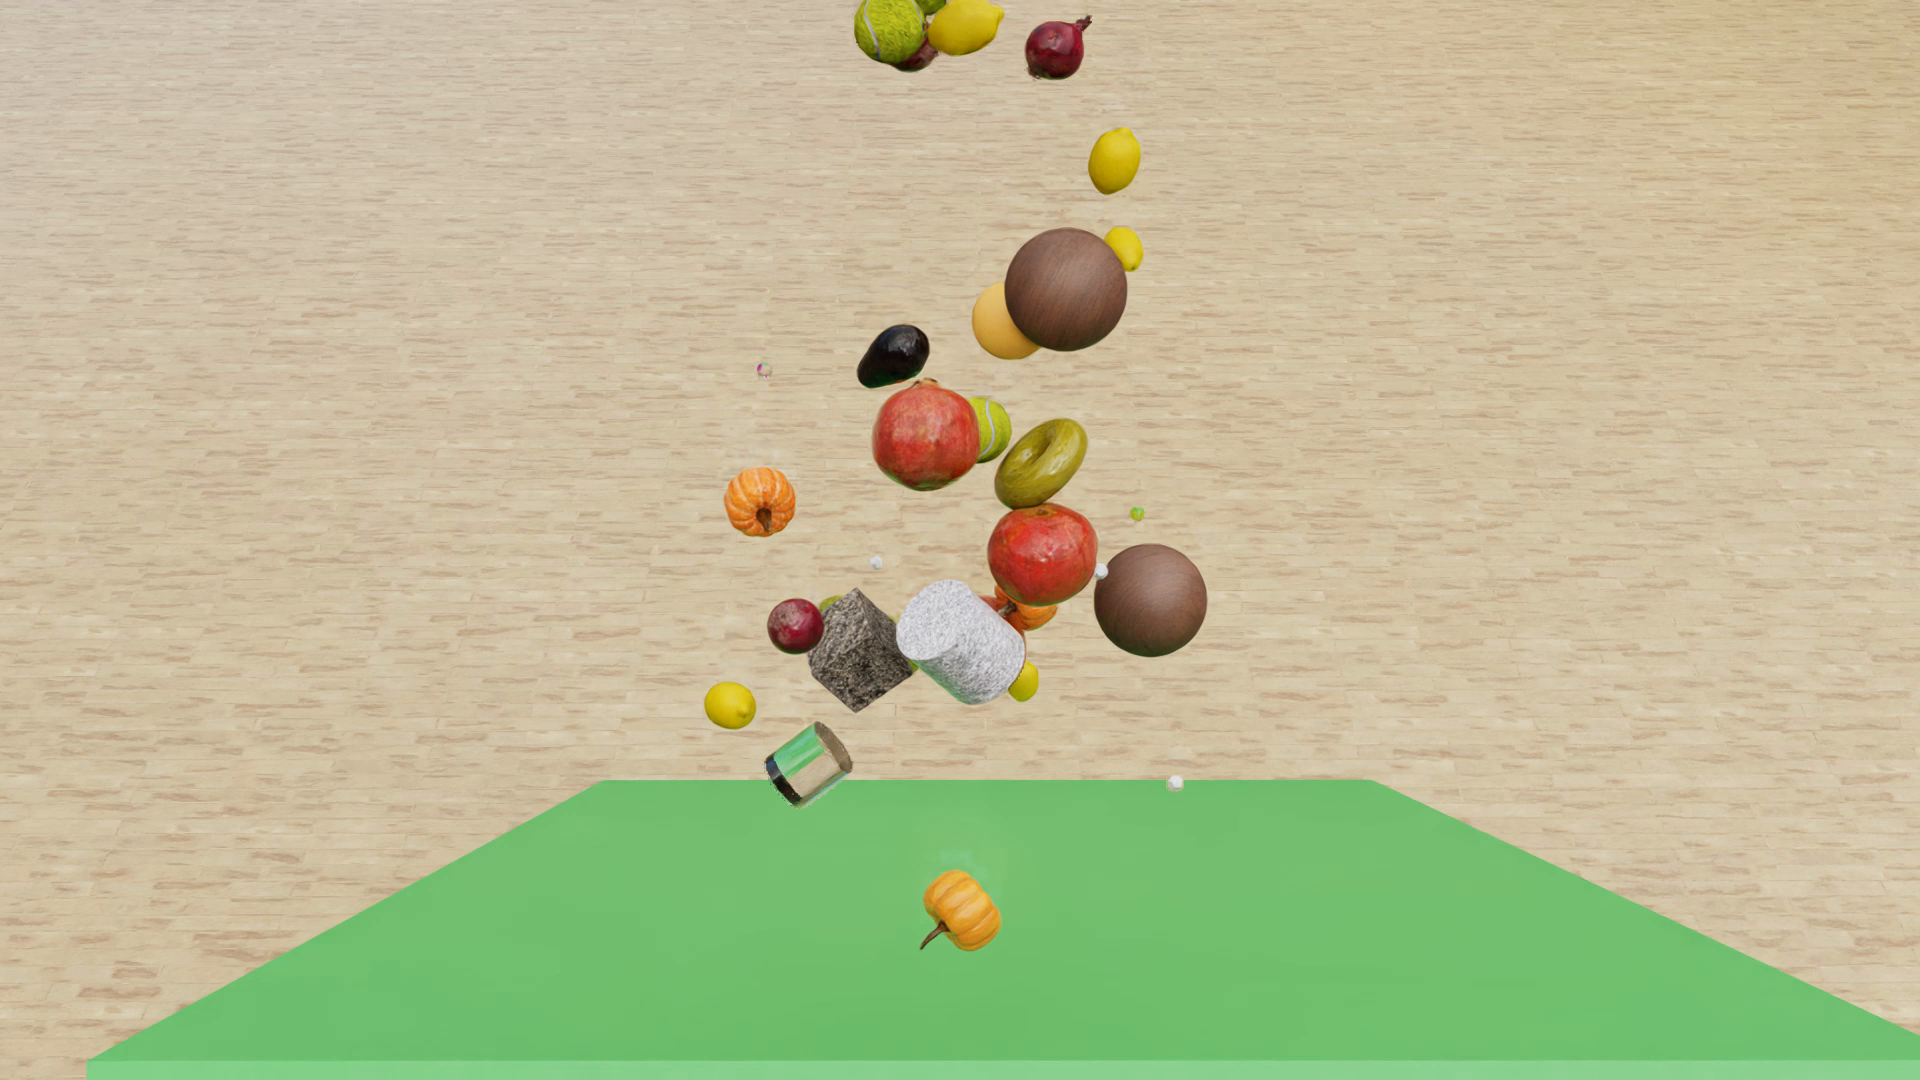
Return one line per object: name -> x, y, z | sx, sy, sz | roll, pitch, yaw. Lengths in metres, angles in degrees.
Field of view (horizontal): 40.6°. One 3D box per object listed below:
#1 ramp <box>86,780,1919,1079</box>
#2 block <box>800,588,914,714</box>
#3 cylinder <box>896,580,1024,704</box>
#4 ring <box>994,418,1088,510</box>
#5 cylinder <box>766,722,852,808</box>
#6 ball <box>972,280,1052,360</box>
ramp -> 0.073, 0.638, 4.749 | 2.000, 0.100, 4.000 | 0, -1, 0
block -> -0.111, 0.119, 2.774 | 0.079, 0.079, 0.079 | -35, 40, 13
cylinder -> 0.001, 0.104, 2.636 | 0.094, 0.094, 0.094 | -23, 46, 26
ring -> 0.084, -0.080, 2.708 | 0.117, 0.039, 0.117 | -37, 23, 19
cylinder -> -0.166, 0.247, 2.849 | 0.068, 0.068, 0.068 | -37, 32, 13
ball -> 0.056, -0.238, 2.808 | 0.087, 0.087, 0.087 | 0, 33, 0
